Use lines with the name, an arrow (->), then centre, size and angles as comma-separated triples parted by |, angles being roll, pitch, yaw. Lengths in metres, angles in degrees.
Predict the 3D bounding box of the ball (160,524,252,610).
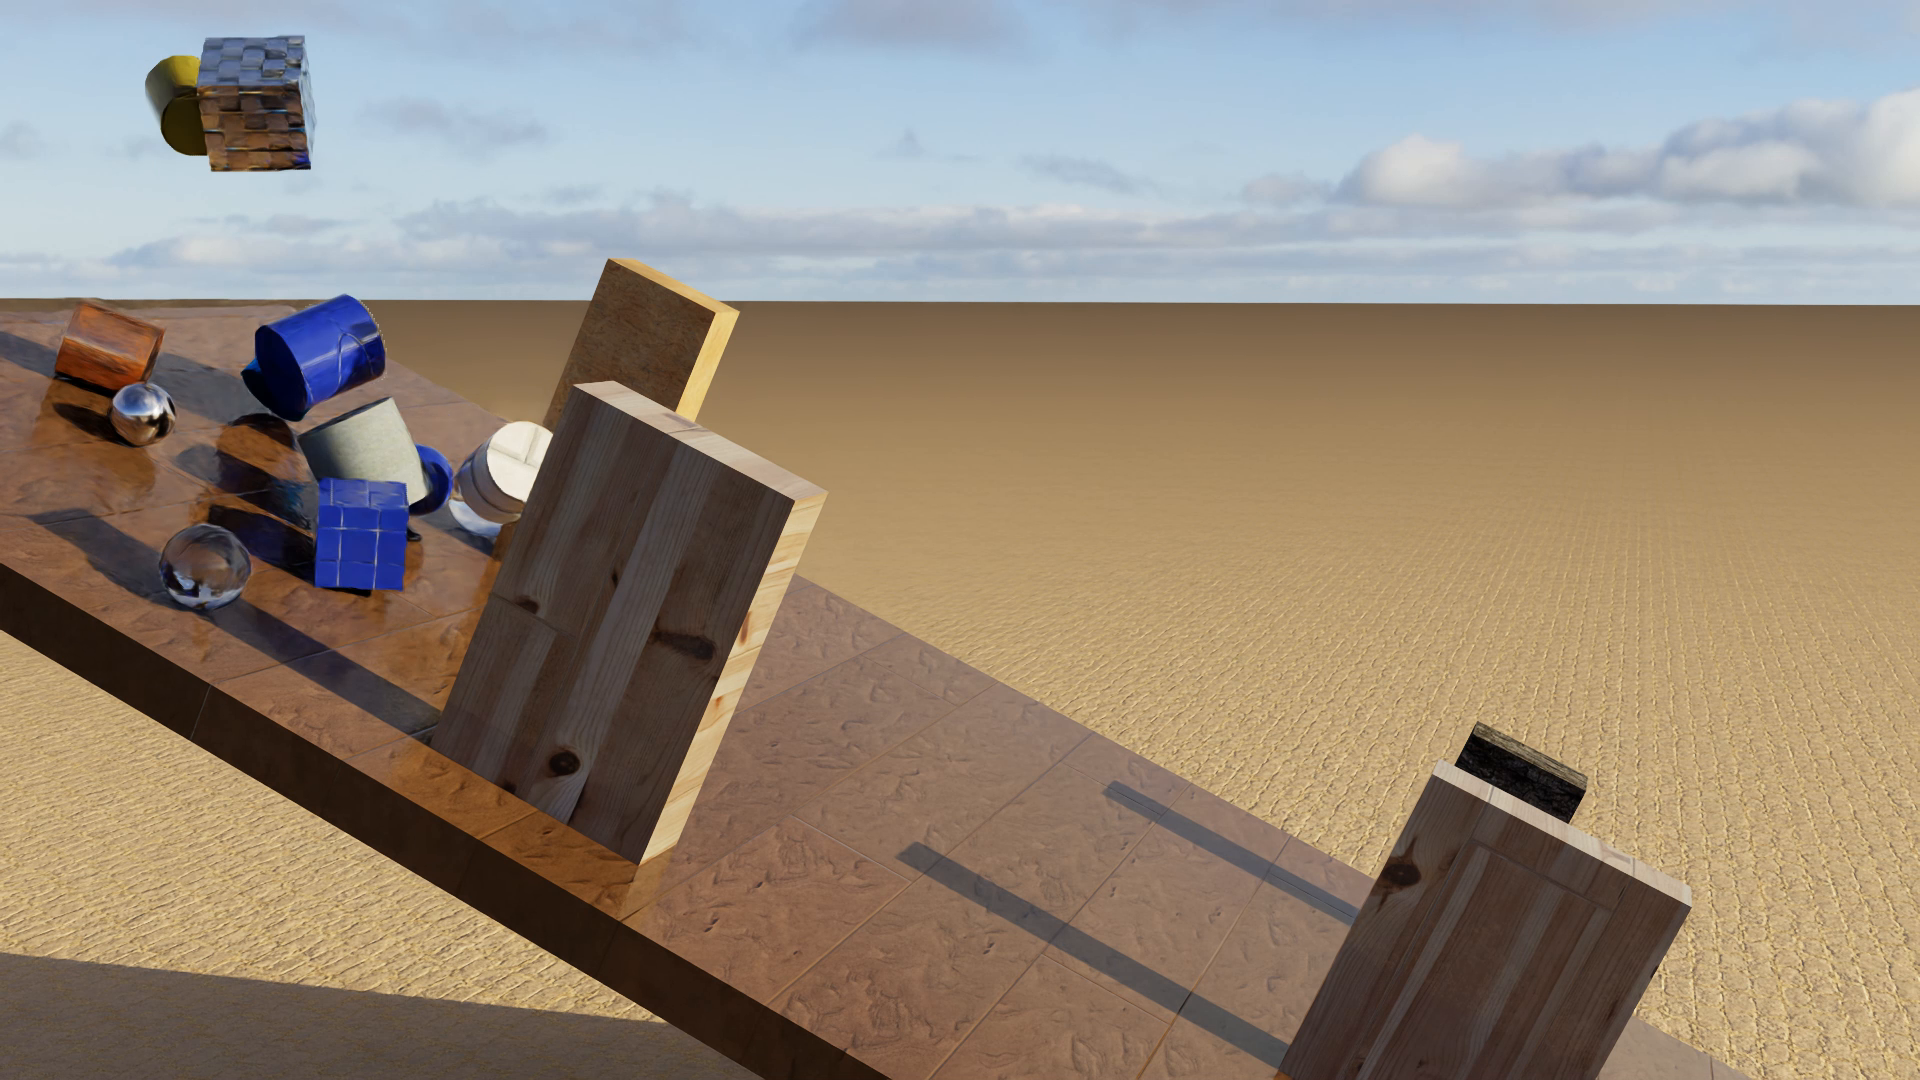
ball -> -1.231, 0.044, 3.586 | 0.142, 0.142, 0.142 | 0, 7, 0

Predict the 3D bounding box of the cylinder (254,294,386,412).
cylinder -> -1.313, -0.384, 4.511 | 0.187, 0.187, 0.187 | -31, 25, -36

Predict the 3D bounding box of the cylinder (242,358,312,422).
cylinder -> -1.408, -0.359, 4.660 | 0.155, 0.155, 0.155 | 6, 51, 43

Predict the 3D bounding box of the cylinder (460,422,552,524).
cylinder -> -0.858, -0.129, 4.218 | 0.158, 0.158, 0.158 | -5, -12, -33

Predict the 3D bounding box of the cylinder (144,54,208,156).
cylinder -> -1.619, -0.914, 4.627 | 0.156, 0.156, 0.156 | -4, 39, -32

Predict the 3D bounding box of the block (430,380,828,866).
block -> -0.521, 0.126, 3.433 | 0.397, 0.634, 0.140 | 27, 14, 12

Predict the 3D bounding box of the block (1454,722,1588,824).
block -> 1.059, 0.648, 4.503 | 0.245, 0.479, 0.135 | 27, 14, 12

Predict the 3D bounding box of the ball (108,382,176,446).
ball -> -1.549, -0.238, 4.164 | 0.122, 0.122, 0.122 | 0, 7, 0

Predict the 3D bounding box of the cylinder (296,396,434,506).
cylinder -> -1.126, -0.145, 4.169 | 0.192, 0.192, 0.192 | -21, 13, 5

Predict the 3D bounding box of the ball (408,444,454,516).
ball -> -1.087, -0.120, 4.401 | 0.144, 0.144, 0.144 | 0, 7, 0

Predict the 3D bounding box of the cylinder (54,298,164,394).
cylinder -> -1.689, -0.376, 4.372 | 0.158, 0.158, 0.158 | 22, 1, -16

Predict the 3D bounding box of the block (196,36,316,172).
block -> -1.406, -0.874, 4.405 | 0.193, 0.193, 0.193 | -3, 42, -10

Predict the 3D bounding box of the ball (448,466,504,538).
ball -> -0.962, -0.088, 4.502 | 0.169, 0.169, 0.169 | 0, 7, 0

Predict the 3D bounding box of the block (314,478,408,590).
block -> -1.079, -0.011, 3.963 | 0.152, 0.152, 0.152 | 3, 19, -17

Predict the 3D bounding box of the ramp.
ramp -> -0.269, 0.461, 4.173 | 4.000, 0.100, 2.000 | 27, 14, 12

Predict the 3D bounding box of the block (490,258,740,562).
block -> -0.690, -0.208, 4.382 | 0.249, 0.656, 0.117 | 27, 14, 12

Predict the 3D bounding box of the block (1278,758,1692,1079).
block -> 0.863, 0.728, 3.642 | 0.448, 0.576, 0.123 | 27, 14, 12
